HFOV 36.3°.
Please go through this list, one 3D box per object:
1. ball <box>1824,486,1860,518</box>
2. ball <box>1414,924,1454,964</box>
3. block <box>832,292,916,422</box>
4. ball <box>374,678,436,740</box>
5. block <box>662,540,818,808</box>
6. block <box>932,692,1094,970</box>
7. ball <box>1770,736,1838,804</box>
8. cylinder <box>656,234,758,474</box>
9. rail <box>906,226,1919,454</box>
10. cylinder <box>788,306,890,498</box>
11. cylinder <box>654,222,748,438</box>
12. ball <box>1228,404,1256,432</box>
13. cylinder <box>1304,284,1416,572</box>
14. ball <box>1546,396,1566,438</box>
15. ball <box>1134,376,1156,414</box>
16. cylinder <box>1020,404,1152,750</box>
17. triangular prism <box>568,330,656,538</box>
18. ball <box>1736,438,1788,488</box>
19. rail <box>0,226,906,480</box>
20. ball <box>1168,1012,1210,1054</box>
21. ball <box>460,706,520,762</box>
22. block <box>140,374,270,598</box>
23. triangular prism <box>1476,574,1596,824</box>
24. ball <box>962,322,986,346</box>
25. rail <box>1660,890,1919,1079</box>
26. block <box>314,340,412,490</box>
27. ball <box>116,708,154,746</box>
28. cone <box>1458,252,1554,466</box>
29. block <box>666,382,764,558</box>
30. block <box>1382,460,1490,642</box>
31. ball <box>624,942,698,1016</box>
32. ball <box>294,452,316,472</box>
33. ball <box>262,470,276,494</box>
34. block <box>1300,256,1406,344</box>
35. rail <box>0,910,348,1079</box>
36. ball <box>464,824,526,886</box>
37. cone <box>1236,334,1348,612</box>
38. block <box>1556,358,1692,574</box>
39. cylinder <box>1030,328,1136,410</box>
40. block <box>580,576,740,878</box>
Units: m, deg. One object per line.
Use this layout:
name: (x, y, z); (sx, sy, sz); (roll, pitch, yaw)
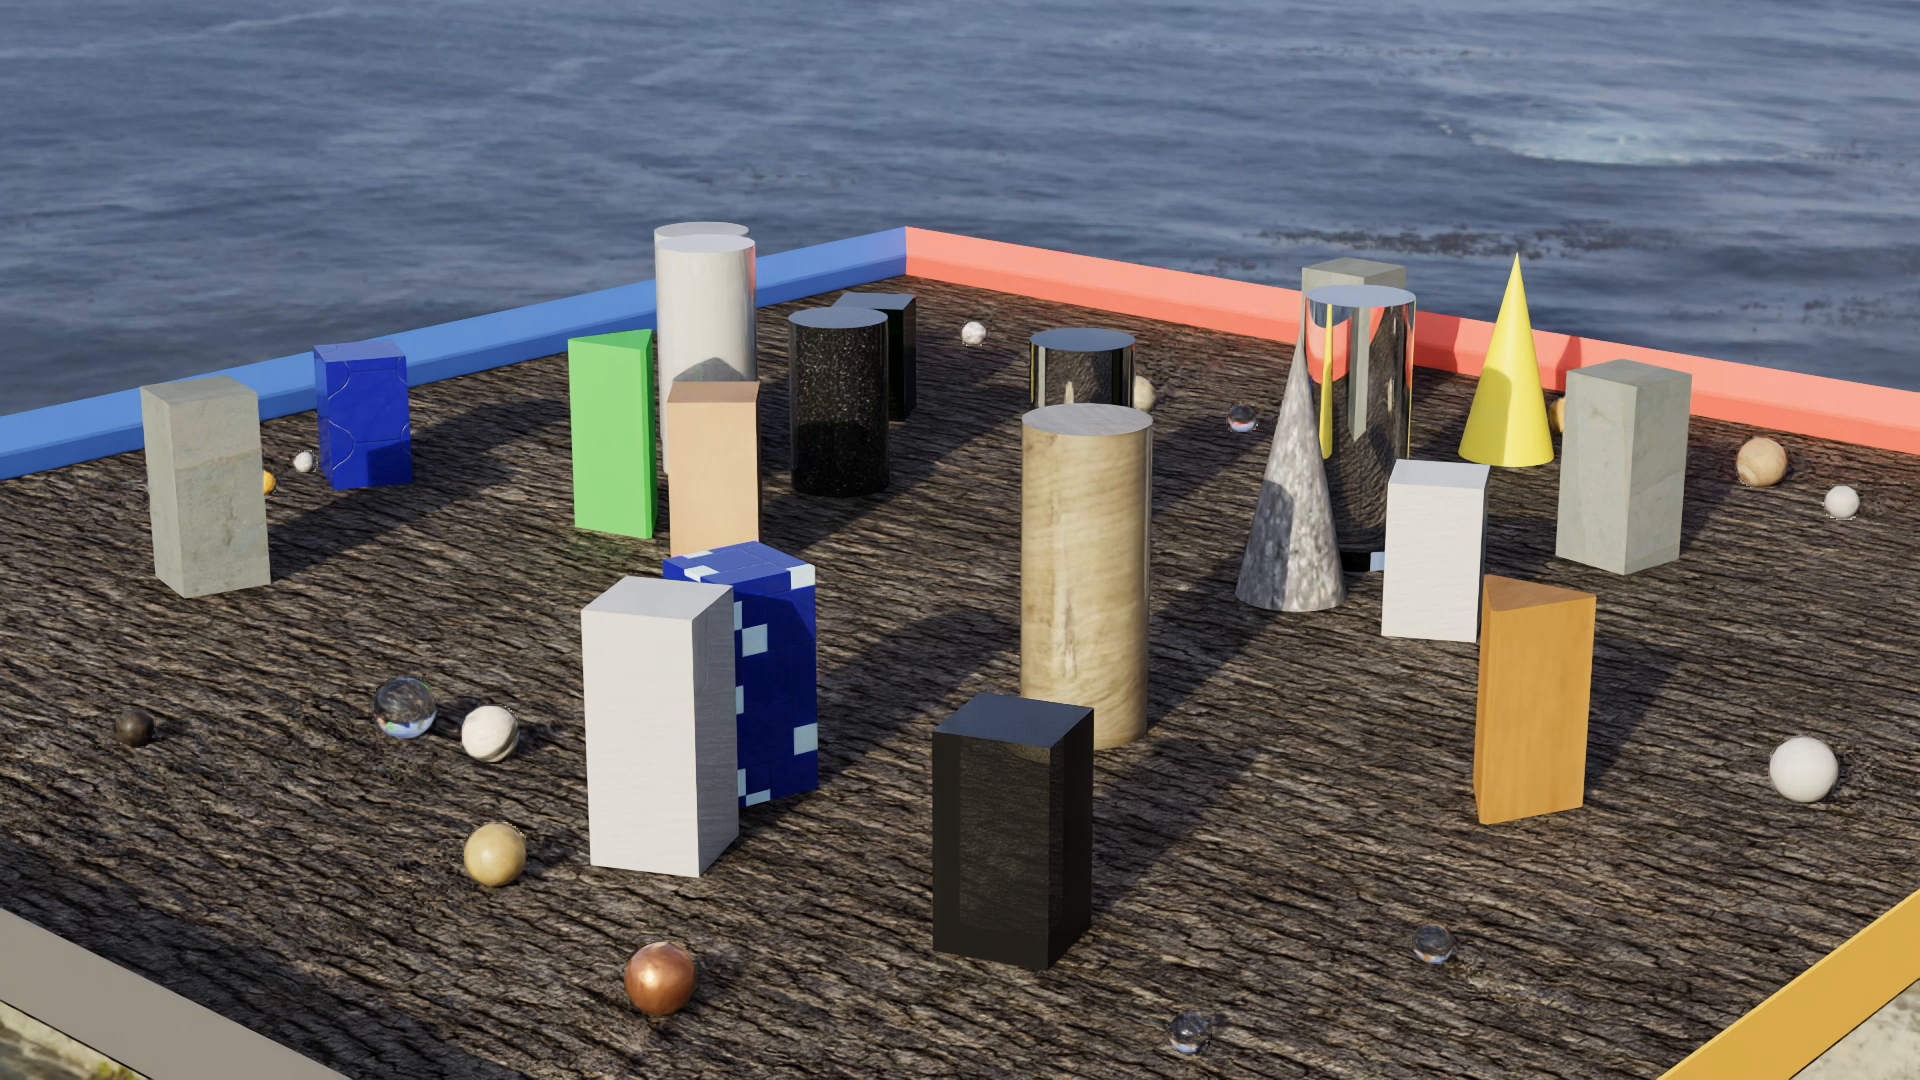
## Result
ball: (1.678, -0.072, 5.577); (0.064, 0.064, 0.064); (0, 17, 0)
ball: (0.594, 0.507, 3.680); (0.050, 0.050, 0.050); (0, 17, 0)
block: (-0.186, -0.397, 6.340); (0.156, 0.246, 0.156); (3, 17, 9)
ball: (-0.840, 0.255, 4.440); (0.095, 0.095, 0.095); (0, 17, 0)
block: (-0.316, 0.193, 4.225); (0.156, 0.337, 0.156); (-12, 21, -35)
block: (0.068, 0.367, 3.718); (0.156, 0.297, 0.156); (7, 18, 22)
ball: (1.207, 0.329, 4.193); (0.095, 0.095, 0.095); (0, 17, 0)
cylinder: (-0.503, -0.367, 5.869); (0.195, 0.460, 0.195); (0, 17, 0)
rail: (1.294, -0.399, 6.547); (3.852, 0.127, 0.045); (14, 22, 39)
cylinder: (-0.238, -0.273, 5.768); (0.195, 0.338, 0.195); (0, 17, 0)
cylinder: (-0.534, -0.431, 6.121); (0.195, 0.437, 0.195); (0, 17, 0)
ball: (0.596, -0.256, 6.196); (0.059, 0.059, 0.059); (0, 17, 0)
cylinder: (0.712, -0.203, 5.283); (0.195, 0.484, 0.195); (0, 17, 0)
ball: (1.273, -0.256, 6.145); (0.088, 0.088, 0.088); (0, 17, 0)
ball: (0.376, -0.308, 6.309); (0.092, 0.092, 0.092); (0, 17, 0)
cylinder: (0.189, 0.054, 4.426); (0.195, 0.487, 0.195); (0, 17, 0)
triangular prism: (-0.618, -0.206, 5.507); (0.169, 0.361, 0.147); (9, 19, 27)
ball: (1.582, -0.152, 5.785); (0.098, 0.098, 0.098); (0, 17, 0)
rail: (-1.436, -0.328, 6.314); (0.045, 0.127, 3.996); (14, 22, 39)
ball: (0.269, 0.579, 3.445); (0.049, 0.049, 0.049); (0, 17, 0)
ball: (-0.697, 0.288, 4.348); (0.085, 0.085, 0.085); (0, 17, 0)
block: (-1.328, -0.096, 5.163); (0.156, 0.349, 0.156); (-11, 20, -31)
triangular prism: (0.783, 0.219, 4.176); (0.169, 0.315, 0.147); (-7, 18, -23)
ball: (0.033, -0.491, 6.978); (0.058, 0.058, 0.058); (0, 17, 0)
rail: (1.436, 0.392, 3.926); (0.045, 0.127, 3.996); (14, 22, 39)
block: (-1.188, -0.251, 5.834); (0.156, 0.258, 0.156); (-6, 18, -20)
ball: (-1.243, 0.283, 4.414); (0.057, 0.057, 0.057); (0, 17, 0)
cone: (1.124, -0.379, 5.975); (0.195, 0.422, 0.195); (0, 17, 0)
block: (-0.438, -0.111, 5.266); (0.156, 0.318, 0.156); (0, 17, -1)
block: (0.801, 0.017, 4.935); (0.156, 0.265, 0.156); (4, 17, 13)
ball: (-0.361, 0.530, 3.540); (0.088, 0.088, 0.088); (0, 17, 0)
ball: (-1.317, -0.156, 5.894); (0.042, 0.042, 0.042); (0, 17, 0)
ball: (-1.364, -0.113, 5.742); (0.047, 0.047, 0.047); (0, 17, 0)
block: (0.835, -0.418, 6.257); (0.156, 0.334, 0.156); (15, 22, 40)
rail: (-1.294, 0.462, 3.693); (3.852, 0.127, 0.045); (14, 22, 39)
ball: (-0.620, 0.420, 3.911); (0.084, 0.084, 0.084); (0, 17, 0)
cone: (0.580, -0.132, 5.066); (0.195, 0.475, 0.195); (0, 17, 0)
block: (1.198, -0.134, 5.296); (0.156, 0.346, 0.156); (-13, 21, -37)
cylinder: (0.226, -0.193, 5.451); (0.195, 0.368, 0.195); (0, 17, 0)
block: (-0.405, 0.252, 3.983); (0.156, 0.364, 0.156); (5, 17, 15)
